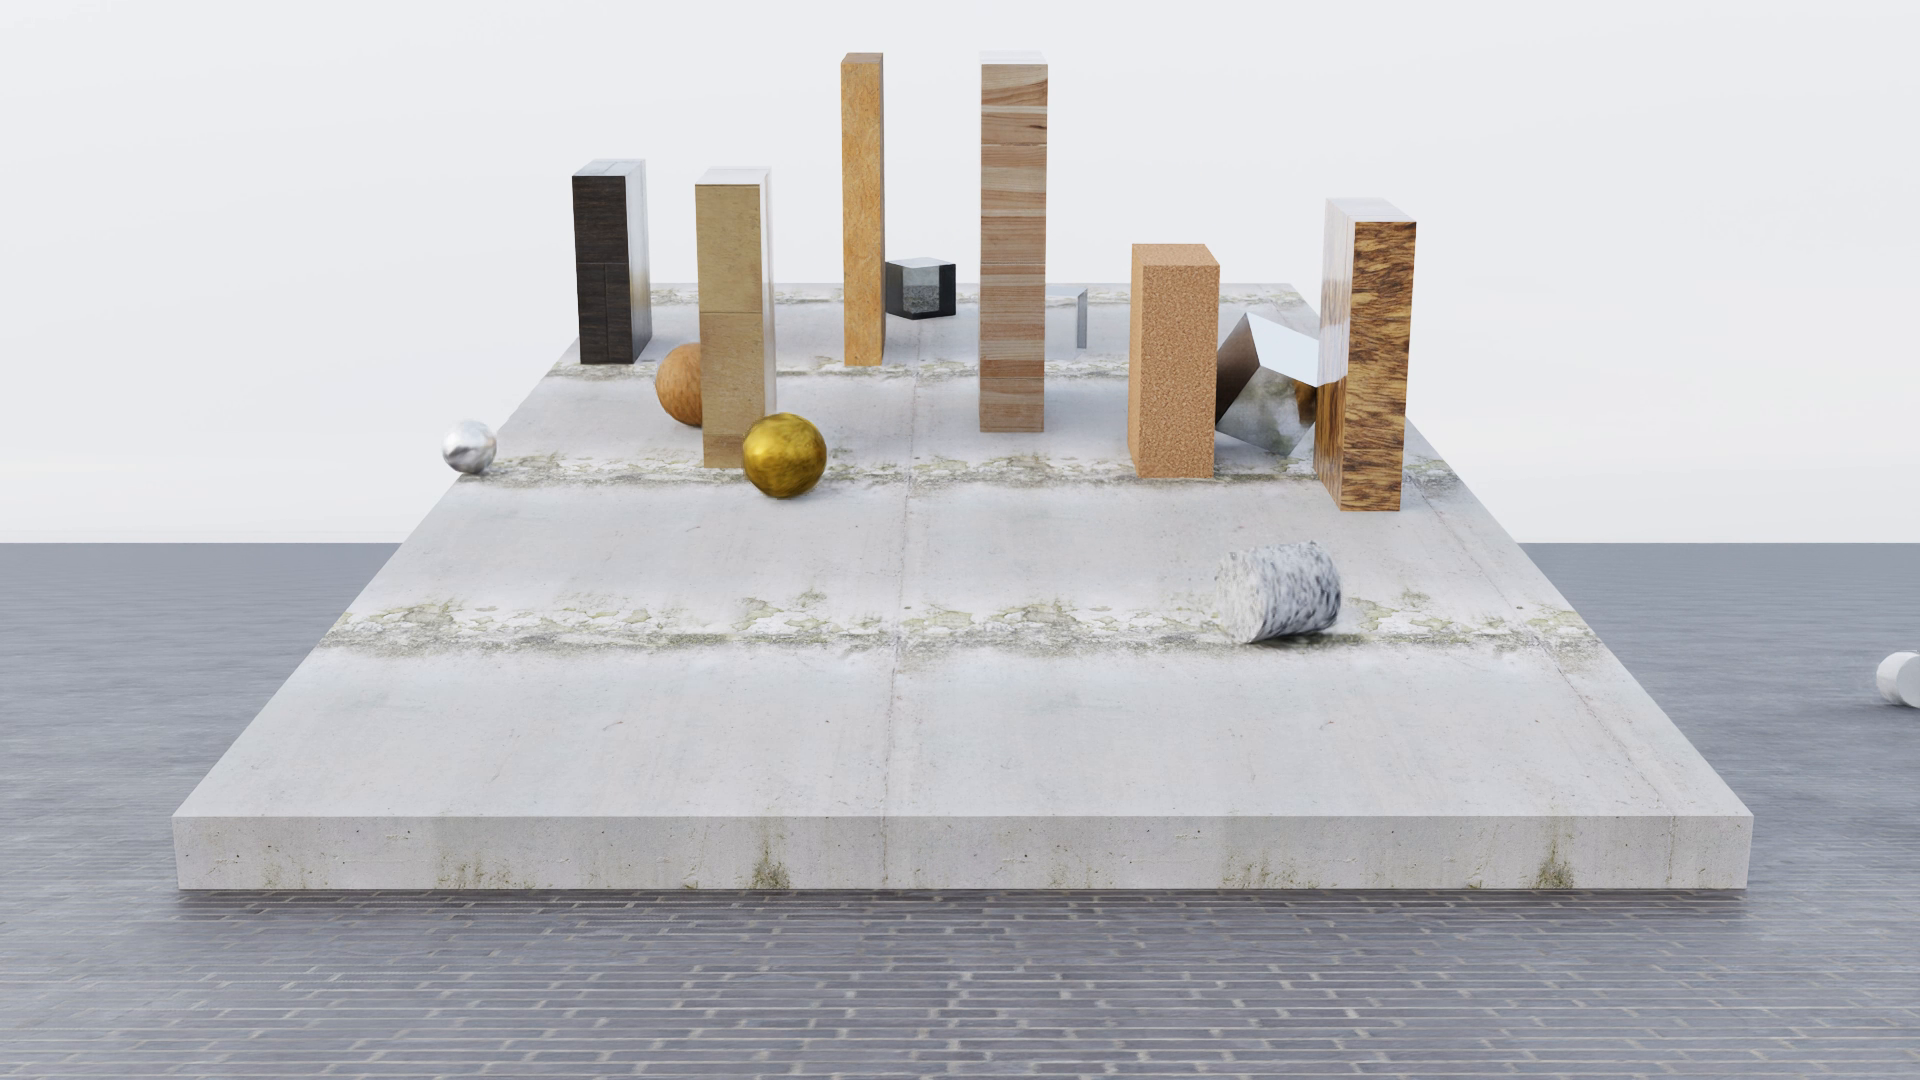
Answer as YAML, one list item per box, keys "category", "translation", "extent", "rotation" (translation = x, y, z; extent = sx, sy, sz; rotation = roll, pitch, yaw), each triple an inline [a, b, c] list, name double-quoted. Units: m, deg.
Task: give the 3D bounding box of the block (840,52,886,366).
- category: "block"
  translation: [-0.240, -0.836, 5.544]
  extent: [0.091, 0.733, 0.376]
  rotation: [0, 16, 0]

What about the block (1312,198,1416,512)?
- category: "block"
  translation: [0.775, -0.364, 4.262]
  extent: [0.112, 0.547, 0.333]
  rotation: [0, 16, 0]

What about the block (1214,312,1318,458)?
- category: "block"
  translation: [0.632, -0.320, 4.558]
  extent: [0.182, 0.182, 0.182]
  rotation: [19, 38, -20]

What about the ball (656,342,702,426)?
- category: "ball"
  translation: [-0.572, -0.340, 4.824]
  extent: [0.184, 0.184, 0.184]
  rotation: [0, 0, 0]

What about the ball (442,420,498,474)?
- category: "ball"
  translation: [-0.983, -0.187, 4.429]
  extent: [0.111, 0.111, 0.111]
  rotation: [0, 0, 0]

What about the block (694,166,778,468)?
- category: "block"
  translation: [-0.456, -0.463, 4.551]
  extent: [0.127, 0.574, 0.303]
  rotation: [0, 16, 0]

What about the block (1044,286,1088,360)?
- category: "block"
  translation: [0.229, -0.551, 5.596]
  extent: [0.158, 0.158, 0.158]
  rotation: [4, 17, 13]

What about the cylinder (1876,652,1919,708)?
- category: "cylinder"
  translation: [2.520, 0.370, 5.847]
  extent: [0.139, 0.139, 0.139]
  rotation: [0, 0, 2]

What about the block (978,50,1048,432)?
- category: "block"
  translation: [0.112, -0.668, 4.882]
  extent: [0.138, 0.782, 0.426]
  rotation: [0, 16, 0]

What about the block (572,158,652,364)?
- category: "block"
  translation: [-0.874, -0.708, 5.583]
  extent: [0.130, 0.465, 0.366]
  rotation: [0, 16, 0]

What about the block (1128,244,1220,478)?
- category: "block"
  translation: [0.430, -0.369, 4.493]
  extent: [0.150, 0.427, 0.284]
  rotation: [0, 16, 0]

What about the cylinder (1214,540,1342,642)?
- category: "cylinder"
  translation: [0.497, 0.080, 3.461]
  extent: [0.143, 0.143, 0.143]
  rotation: [-8, 3, -25]

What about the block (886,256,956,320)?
- category: "block"
  translation: [-0.110, -0.697, 6.123]
  extent: [0.143, 0.143, 0.143]
  rotation: [-11, 19, -32]

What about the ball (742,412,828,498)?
- category: "ball"
  translation: [-0.338, -0.162, 4.252]
  extent: [0.164, 0.164, 0.164]
  rotation: [0, 0, 0]

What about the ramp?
- category: "ramp"
  translation: [-0.002, -0.163, 4.728]
  extent: [2.000, 0.100, 4.000]
  rotation: [0, 16, 0]
